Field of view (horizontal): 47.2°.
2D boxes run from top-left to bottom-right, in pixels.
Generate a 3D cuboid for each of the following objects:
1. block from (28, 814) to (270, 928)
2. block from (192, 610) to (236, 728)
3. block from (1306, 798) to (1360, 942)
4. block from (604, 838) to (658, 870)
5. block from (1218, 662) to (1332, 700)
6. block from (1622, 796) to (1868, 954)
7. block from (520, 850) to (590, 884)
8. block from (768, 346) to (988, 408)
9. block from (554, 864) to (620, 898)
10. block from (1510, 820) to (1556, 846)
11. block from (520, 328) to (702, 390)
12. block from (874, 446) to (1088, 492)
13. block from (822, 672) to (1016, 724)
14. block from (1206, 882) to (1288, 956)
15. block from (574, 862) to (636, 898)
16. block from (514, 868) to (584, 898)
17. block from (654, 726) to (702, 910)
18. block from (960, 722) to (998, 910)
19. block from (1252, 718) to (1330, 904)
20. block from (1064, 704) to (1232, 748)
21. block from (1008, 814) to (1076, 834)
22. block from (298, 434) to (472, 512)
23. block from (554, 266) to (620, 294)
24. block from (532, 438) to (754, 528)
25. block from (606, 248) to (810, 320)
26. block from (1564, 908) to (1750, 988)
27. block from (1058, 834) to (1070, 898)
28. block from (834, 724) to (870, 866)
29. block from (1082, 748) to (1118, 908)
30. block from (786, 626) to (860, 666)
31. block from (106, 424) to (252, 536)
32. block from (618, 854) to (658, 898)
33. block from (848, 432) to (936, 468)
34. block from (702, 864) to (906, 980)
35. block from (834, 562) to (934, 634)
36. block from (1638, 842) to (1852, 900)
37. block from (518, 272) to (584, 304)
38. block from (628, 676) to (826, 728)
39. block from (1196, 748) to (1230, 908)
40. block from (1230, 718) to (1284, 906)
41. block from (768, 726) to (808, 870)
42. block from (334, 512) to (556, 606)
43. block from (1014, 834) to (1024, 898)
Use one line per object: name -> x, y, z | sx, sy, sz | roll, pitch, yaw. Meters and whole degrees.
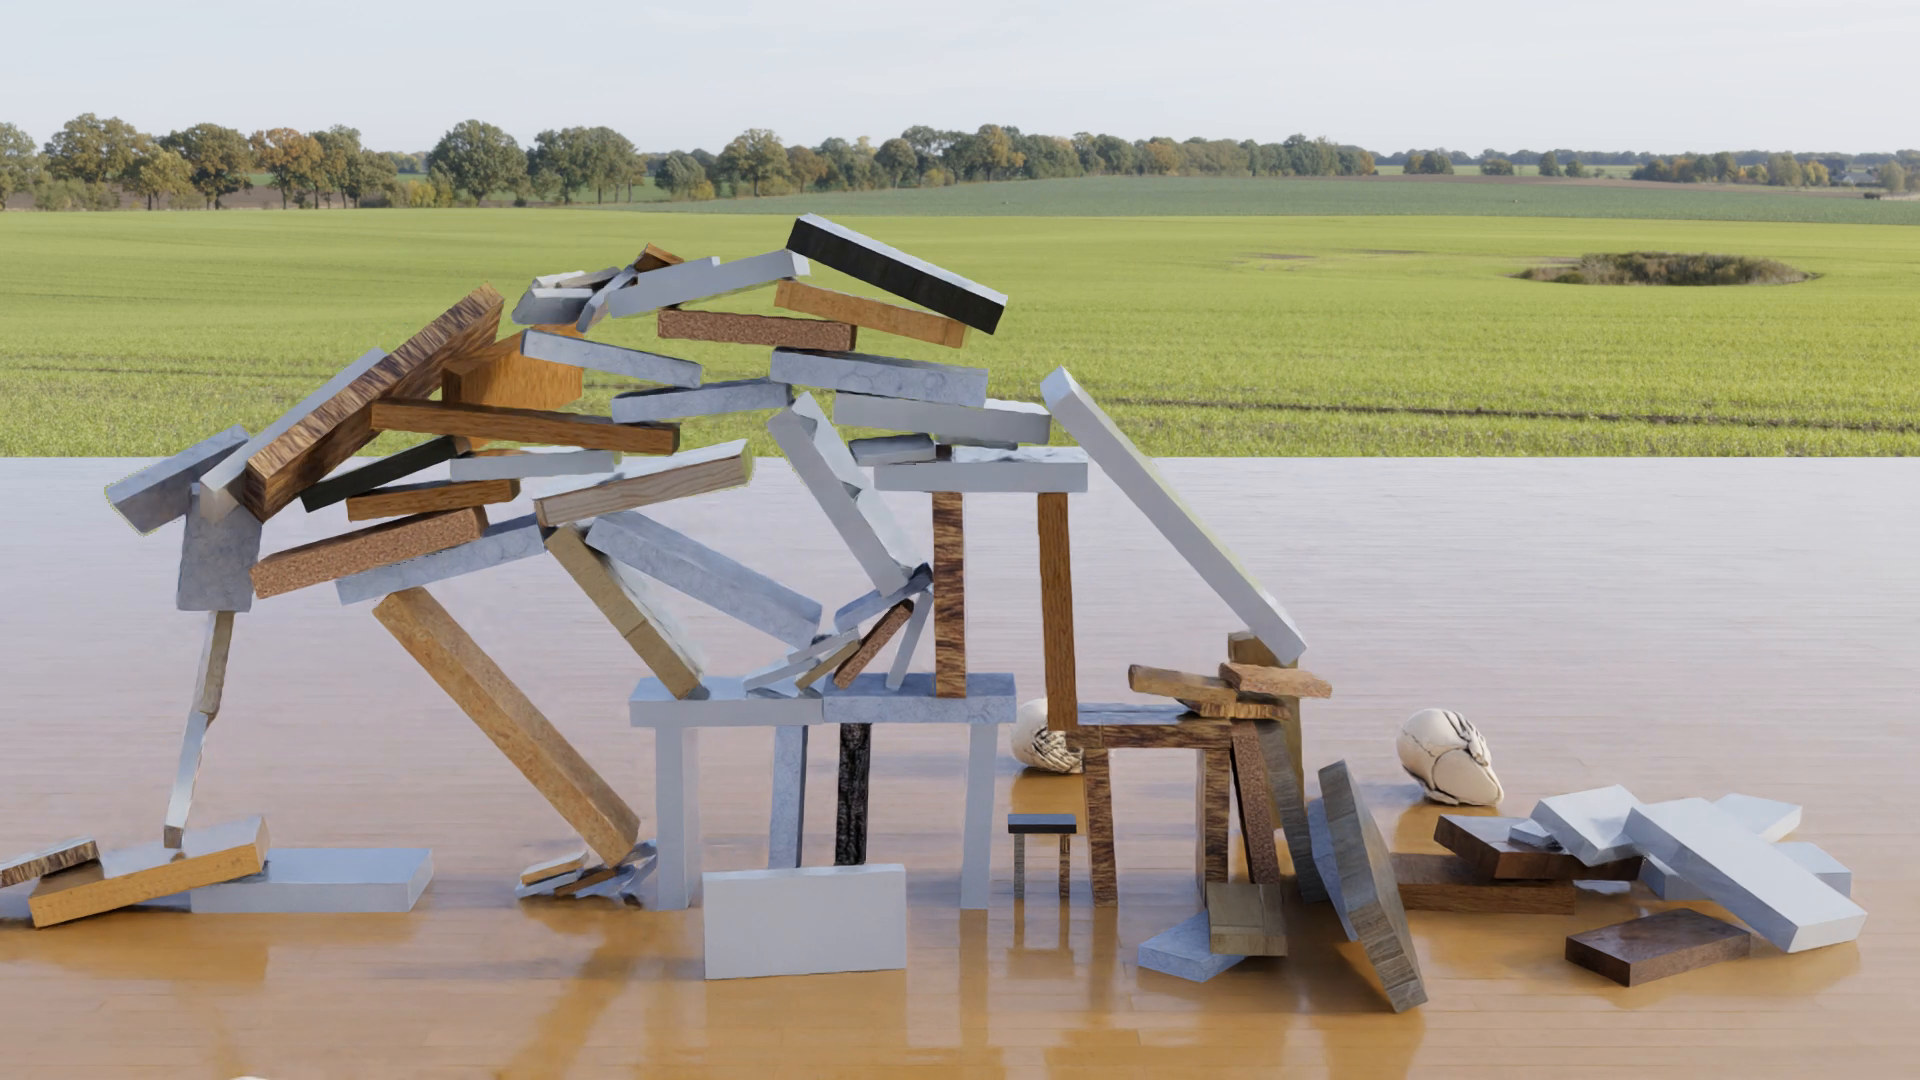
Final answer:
block -> -1.321, 0.540, 3.603 | 0.353, 0.050, 0.176 | -13, 11, -10
block -> -1.251, 0.207, 3.684 | 0.028, 0.201, 0.100 | 13, -26, -26
block -> 0.618, 0.530, 3.578 | 0.042, 0.148, 0.295 | -24, 7, 11
block -> -0.541, 0.519, 3.655 | 0.097, 0.014, 0.049 | -17, 10, 4
block -> 0.522, 0.233, 3.648 | 0.169, 0.024, 0.085 | 7, 11, -21
block -> 1.257, 0.533, 3.535 | 0.174, 0.049, 0.347 | -2, 27, -33
block -> -0.675, 0.546, 3.668 | 0.106, 0.015, 0.053 | -17, 6, 9
block -> -0.126, -0.264, 3.518 | 0.339, 0.048, 0.170 | 7, 9, 0
block -> -0.621, 0.563, 3.663 | 0.106, 0.015, 0.053 | -21, 10, 5
block -> 0.959, 0.483, 3.639 | 0.058, 0.016, 0.115 | 15, 11, 34
block -> -0.558, -0.289, 3.509 | 0.277, 0.039, 0.139 | 10, 5, -15
block -> 0.037, -0.114, 3.528 | 0.335, 0.047, 0.167 | 0, 11, 3
block -> -0.065, 0.258, 3.612 | 0.312, 0.044, 0.156 | 0, 11, 0
block -> 0.444, 0.587, 3.416 | 0.115, 0.033, 0.230 | 1, 11, 5
block -> -0.590, 0.568, 3.661 | 0.097, 0.014, 0.049 | -20, 10, 4
block -> -0.684, 0.567, 3.665 | 0.106, 0.015, 0.053 | -17, 10, 4
block -> -0.465, 0.439, 3.636 | 0.044, 0.310, 0.155 | 1, 11, 3
block -> 0.031, 0.435, 3.643 | 0.044, 0.312, 0.156 | 3, 11, -1
block -> 0.549, 0.441, 3.663 | 0.042, 0.295, 0.148 | -16, 9, 6
block -> 0.306, 0.305, 3.618 | 0.268, 0.038, 0.134 | 0, 11, 1
block -> 0.136, 0.471, 3.650 | 0.113, 0.016, 0.056 | 0, 11, 0
block -> -0.920, -0.113, 3.528 | 0.256, 0.036, 0.128 | -21, 9, 0
block -> -0.609, -0.402, 3.552 | 0.130, 0.018, 0.065 | -25, -18, -48
block -> -0.507, -0.093, 3.550 | 0.336, 0.048, 0.168 | -12, 12, 1
block -> -0.400, -0.409, 3.518 | 0.301, 0.043, 0.151 | -13, 5, 6
block -> 1.074, 0.624, 3.383 | 0.259, 0.037, 0.130 | -6, 12, -30
block -> 0.173, 0.534, 3.662 | 0.016, 0.113, 0.056 | 0, 11, 0
block -> -0.178, 0.435, 3.643 | 0.044, 0.312, 0.156 | 3, 11, 0
block -> 0.230, 0.457, 3.645 | 0.038, 0.268, 0.134 | -4, 11, 1
block -> -0.223, 0.167, 3.588 | 0.122, 0.017, 0.061 | -22, 10, 0
block -> -1.242, -0.097, 3.551 | 0.230, 0.033, 0.115 | -28, -24, -8
block -> -0.527, 0.552, 3.658 | 0.014, 0.097, 0.049 | 44, 8, -7
block -> -0.106, -0.142, 3.457 | 0.128, 0.018, 0.064 | -6, 28, -12
block -> -0.235, 0.576, 3.325 | 0.303, 0.152, 0.043 | -2, 7, -9
block -> -0.123, 0.093, 3.575 | 0.170, 0.024, 0.085 | -28, 9, 6
block -> 1.317, 0.559, 3.715 | 0.314, 0.044, 0.157 | 0, 11, -3
block -> -0.678, -0.415, 3.664 | 0.018, 0.062, 0.124 | 48, 28, 11
block -> -0.376, 0.263, 3.604 | 0.310, 0.044, 0.155 | -1, 10, 0
block -> 0.418, 0.458, 3.647 | 0.038, 0.268, 0.134 | -1, 11, 0
block -> 0.486, 0.443, 3.642 | 0.042, 0.295, 0.148 | -10, 10, 3
block -> -0.284, 0.437, 3.637 | 0.044, 0.310, 0.155 | 3, 10, -1
block -> -0.825, 0.026, 3.550 | 0.331, 0.047, 0.166 | -15, 10, -1
block -> 0.098, 0.534, 3.662 | 0.016, 0.113, 0.056 | 0, 11, 0
